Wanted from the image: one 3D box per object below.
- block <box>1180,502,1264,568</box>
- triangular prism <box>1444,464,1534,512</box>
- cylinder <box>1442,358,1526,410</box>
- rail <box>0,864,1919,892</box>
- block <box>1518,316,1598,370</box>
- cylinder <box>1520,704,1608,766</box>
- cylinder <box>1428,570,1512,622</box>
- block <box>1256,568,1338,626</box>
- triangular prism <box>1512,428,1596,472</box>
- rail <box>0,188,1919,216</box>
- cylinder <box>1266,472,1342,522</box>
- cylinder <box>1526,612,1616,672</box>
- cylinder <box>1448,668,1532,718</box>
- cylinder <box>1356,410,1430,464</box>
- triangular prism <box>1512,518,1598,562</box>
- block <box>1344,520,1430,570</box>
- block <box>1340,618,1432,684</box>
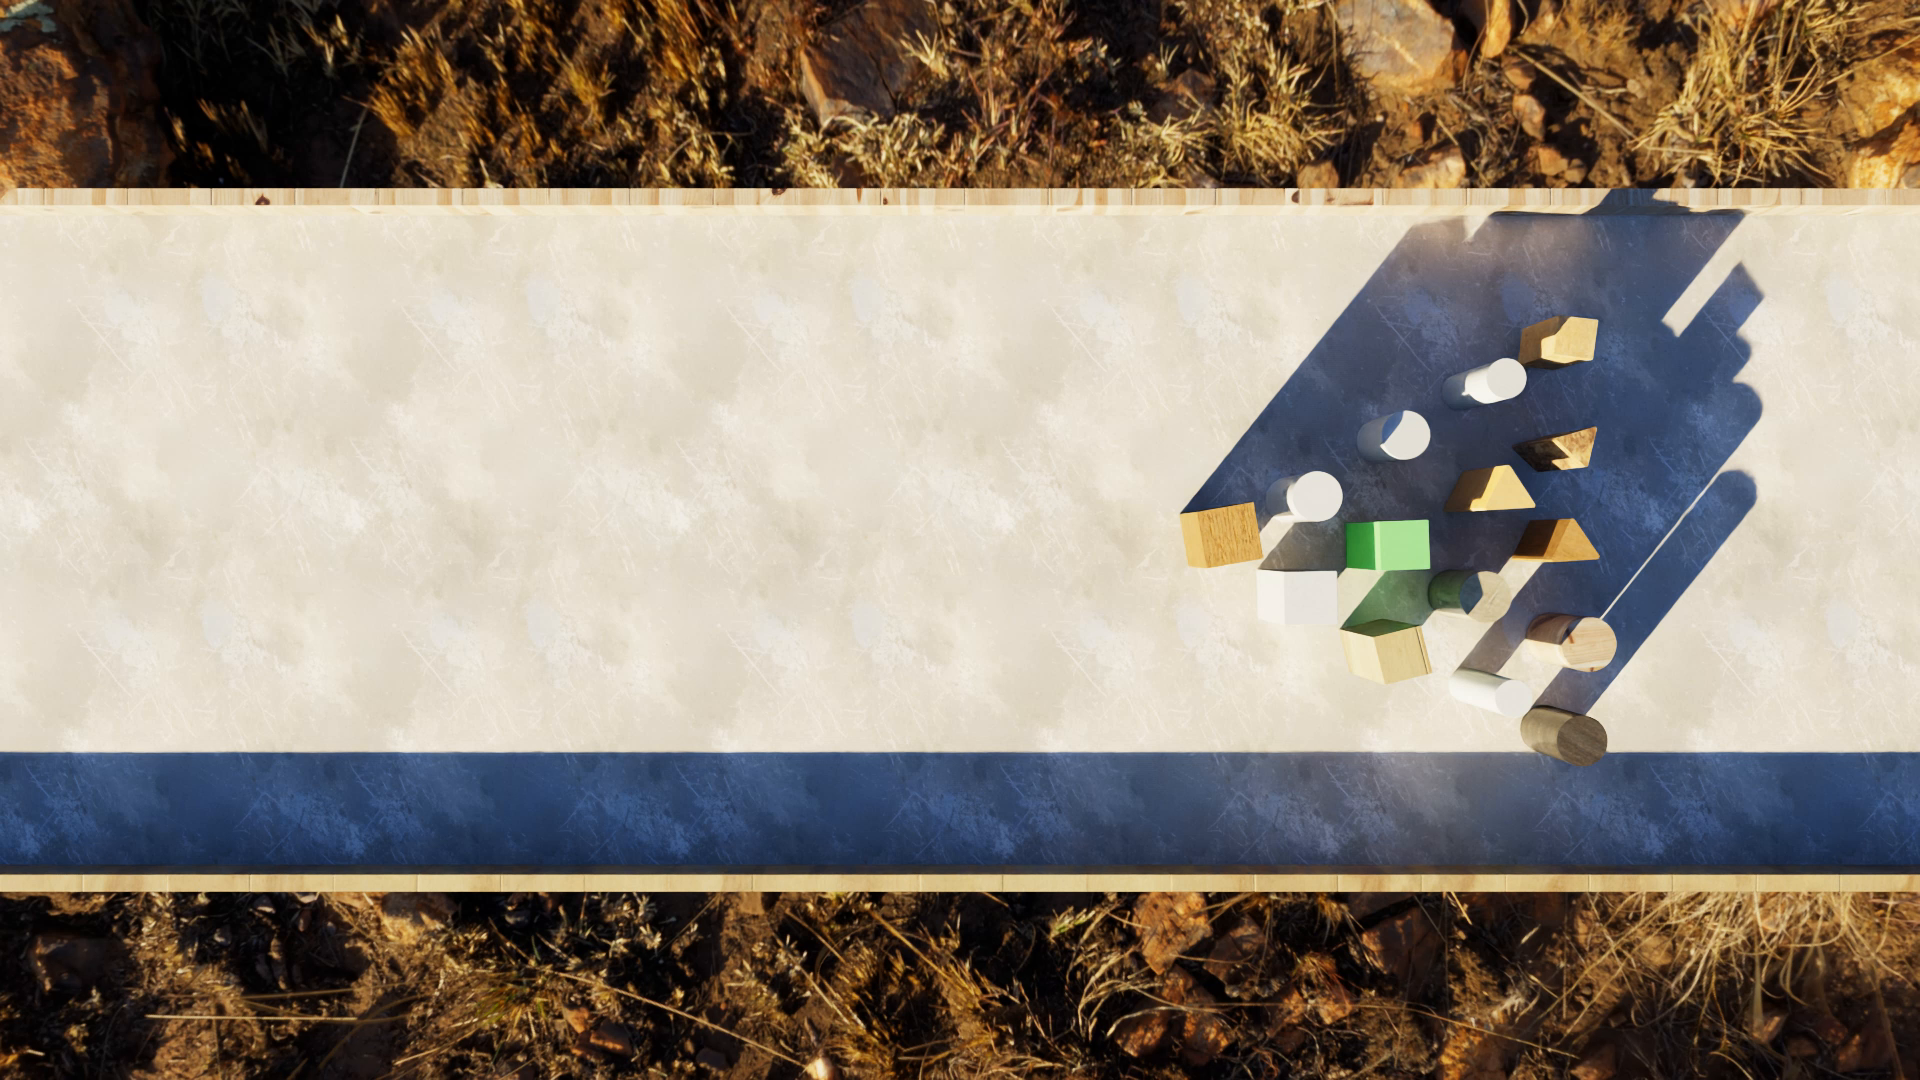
[{"bbox_3d":[0.769,-0.013,4.886,0.163,0.381,0.163,-10,90,0],"label":"block"},{"bbox_3d":[1.555,-0.152,4.873,0.140,0.407,0.121,-3,90,0],"label":"triangular prism"},{"bbox_3d":[1.538,-0.455,4.860,0.113,0.433,0.113,0,90,0],"label":"cylinder"},{"bbox_3d":[-2.247,1.025,5.001,12.000,0.150,0.050,0,90,0],"label":"rail"},{"bbox_3d":[1.780,-0.586,4.921,0.114,0.312,0.114,8,90,0],"label":"block"},{"bbox_3d":[1.798,0.581,4.920,0.148,0.312,0.148,0,90,0],"label":"cylinder"},{"bbox_3d":[1.513,0.164,4.911,0.148,0.331,0.148,0,90,0],"label":"cylinder"},{"bbox_3d":[0.990,0.164,4.866,0.151,0.422,0.151,-1,90,0],"label":"block"},{"bbox_3d":[1.774,-0.284,4.881,0.116,0.391,0.100,44,90,0],"label":"triangular prism"},{"bbox_3d":[-2.247,-1.025,5.002,12.000,0.150,0.050,0,90,0],"label":"rail"},{"bbox_3d":[1.011,-0.124,4.870,0.142,0.413,0.142,0,90,0],"label":"cylinder"},{"bbox_3d":[1.820,0.302,4.924,0.159,0.306,0.159,0,90,0],"label":"cylinder"},{"bbox_3d":[1.557,0.446,4.856,0.107,0.440,0.107,0,90,0],"label":"cylinder"},{"bbox_3d":[1.290,-0.304,4.924,0.140,0.304,0.140,0,90,0],"label":"cylinder"},{"bbox_3d":[1.763,-0.003,4.906,0.136,0.341,0.118,-4,90,0],"label":"triangular prism"},{"bbox_3d":[1.256,0.015,4.867,0.138,0.418,0.138,-2,90,0],"label":"block"},{"bbox_3d":[1.249,0.325,4.864,0.138,0.424,0.138,-14,90,0],"label":"block"}]
